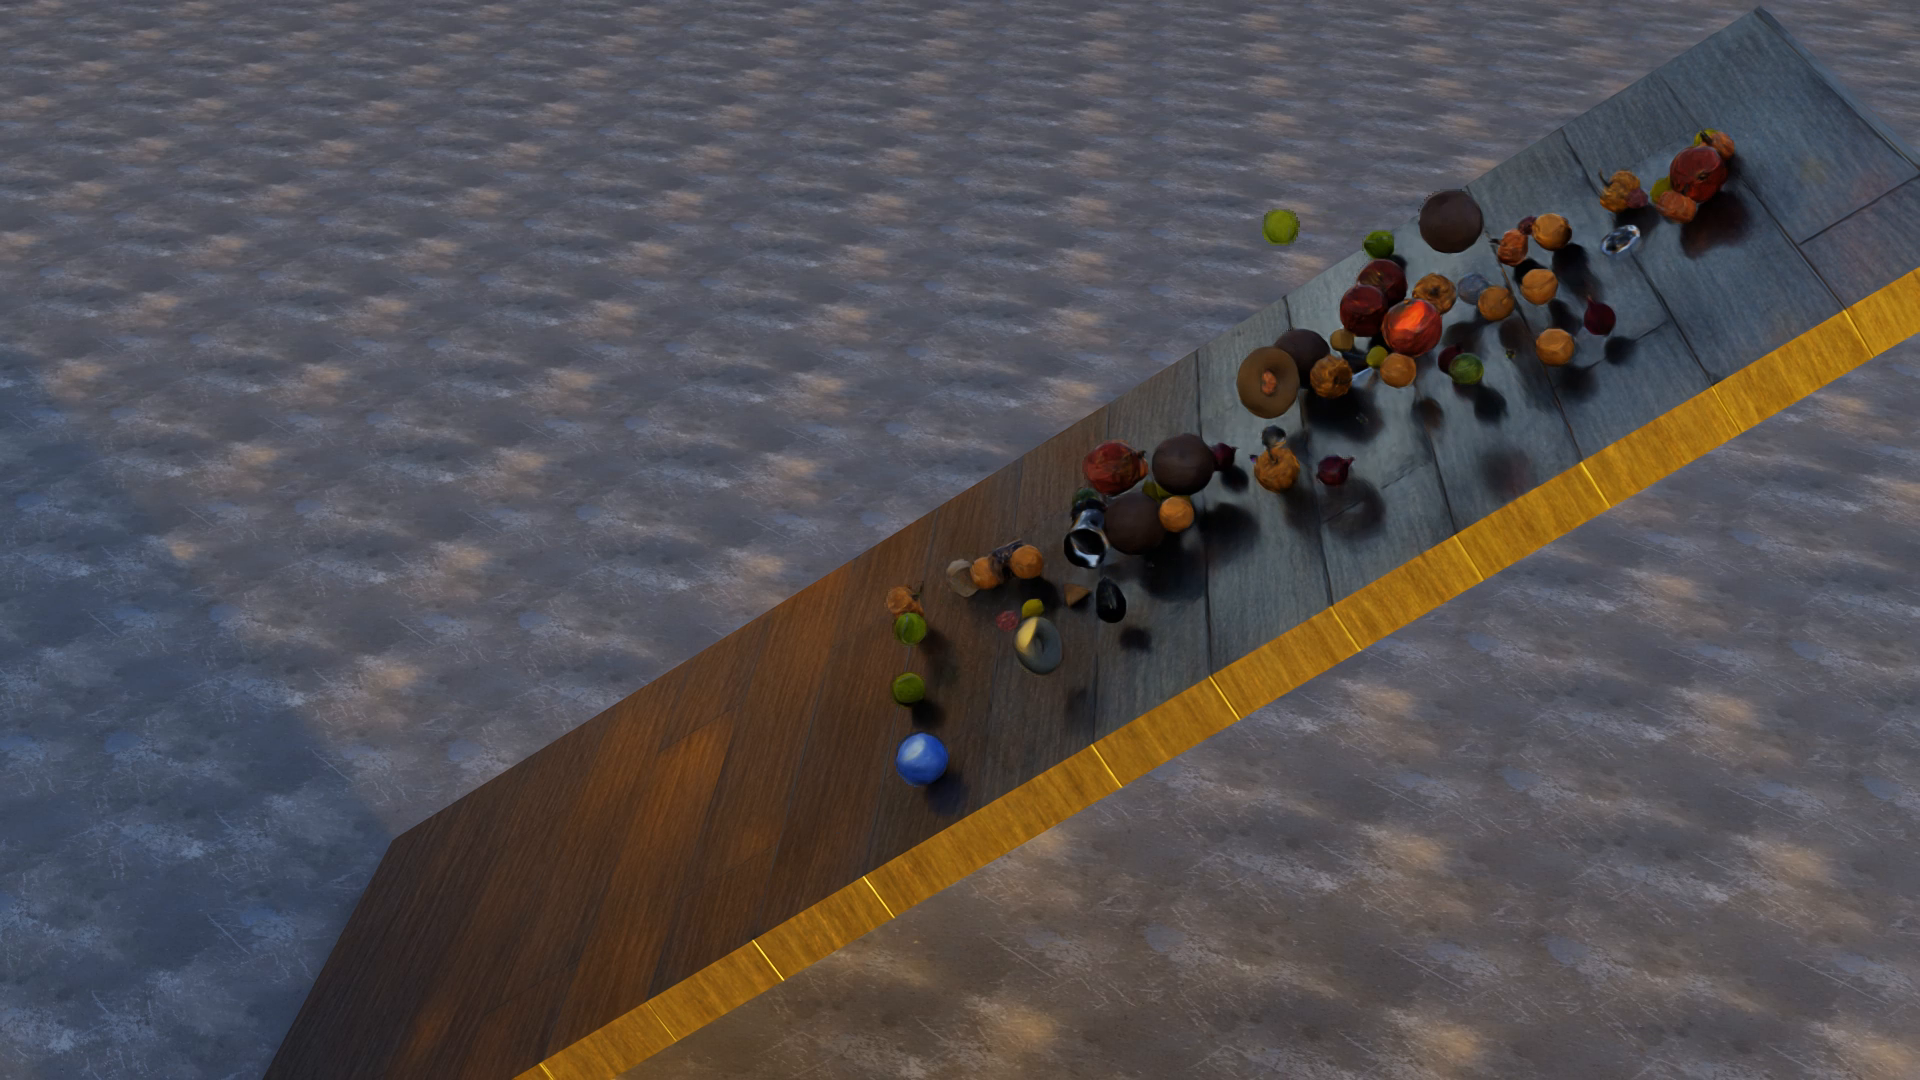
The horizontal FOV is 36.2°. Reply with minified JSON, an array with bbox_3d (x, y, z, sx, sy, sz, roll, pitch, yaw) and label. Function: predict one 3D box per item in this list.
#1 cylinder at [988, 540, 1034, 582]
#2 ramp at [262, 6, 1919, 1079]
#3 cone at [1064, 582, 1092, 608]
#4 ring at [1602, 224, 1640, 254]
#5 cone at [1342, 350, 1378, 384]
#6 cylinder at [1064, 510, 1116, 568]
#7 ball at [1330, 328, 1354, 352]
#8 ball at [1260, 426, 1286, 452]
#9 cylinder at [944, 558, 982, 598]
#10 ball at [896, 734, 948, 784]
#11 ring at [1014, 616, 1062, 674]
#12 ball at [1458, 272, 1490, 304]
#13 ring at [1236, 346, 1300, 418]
[{"bbox_3d":[0.109,0.045,6.377,0.073,0.073,0.073,-22,27,-16],"label":"cylinder"},{"bbox_3d":[0.139,0.171,6.298,4.000,0.100,2.000,-31,16,14],"label":"ramp"},{"bbox_3d":[0.246,0.108,6.020,0.054,0.054,0.054,-9,22,-8],"label":"cone"},{"bbox_3d":[1.320,-0.601,5.879,0.083,0.028,0.083,-32,16,10],"label":"ring"},{"bbox_3d":[0.844,-0.368,6.178,0.072,0.072,0.072,-6,20,5],"label":"cone"},{"bbox_3d":[0.272,-0.003,6.174,0.092,0.092,0.092,5,28,13],"label":"cylinder"},{"bbox_3d":[0.828,-0.432,6.372,0.051,0.051,0.051,0,21,0],"label":"ball"},{"bbox_3d":[0.648,-0.210,6.076,0.053,0.053,0.053,0,21,0],"label":"ball"},{"bbox_3d":[0.007,0.084,6.507,0.068,0.068,0.068,-5,25,-14],"label":"cylinder"},{"bbox_3d":[-0.072,0.418,5.617,0.097,0.097,0.097,0,21,0],"label":"ball"},{"bbox_3d":[0.151,0.202,5.648,0.038,0.115,0.115,-18,3,44],"label":"ring"},{"bbox_3d":[1.066,-0.521,6.103,0.067,0.067,0.067,0,21,0],"label":"ball"},{"bbox_3d":[0.623,-0.319,5.941,0.146,0.146,0.049,-11,5,-27],"label":"ring"}]
